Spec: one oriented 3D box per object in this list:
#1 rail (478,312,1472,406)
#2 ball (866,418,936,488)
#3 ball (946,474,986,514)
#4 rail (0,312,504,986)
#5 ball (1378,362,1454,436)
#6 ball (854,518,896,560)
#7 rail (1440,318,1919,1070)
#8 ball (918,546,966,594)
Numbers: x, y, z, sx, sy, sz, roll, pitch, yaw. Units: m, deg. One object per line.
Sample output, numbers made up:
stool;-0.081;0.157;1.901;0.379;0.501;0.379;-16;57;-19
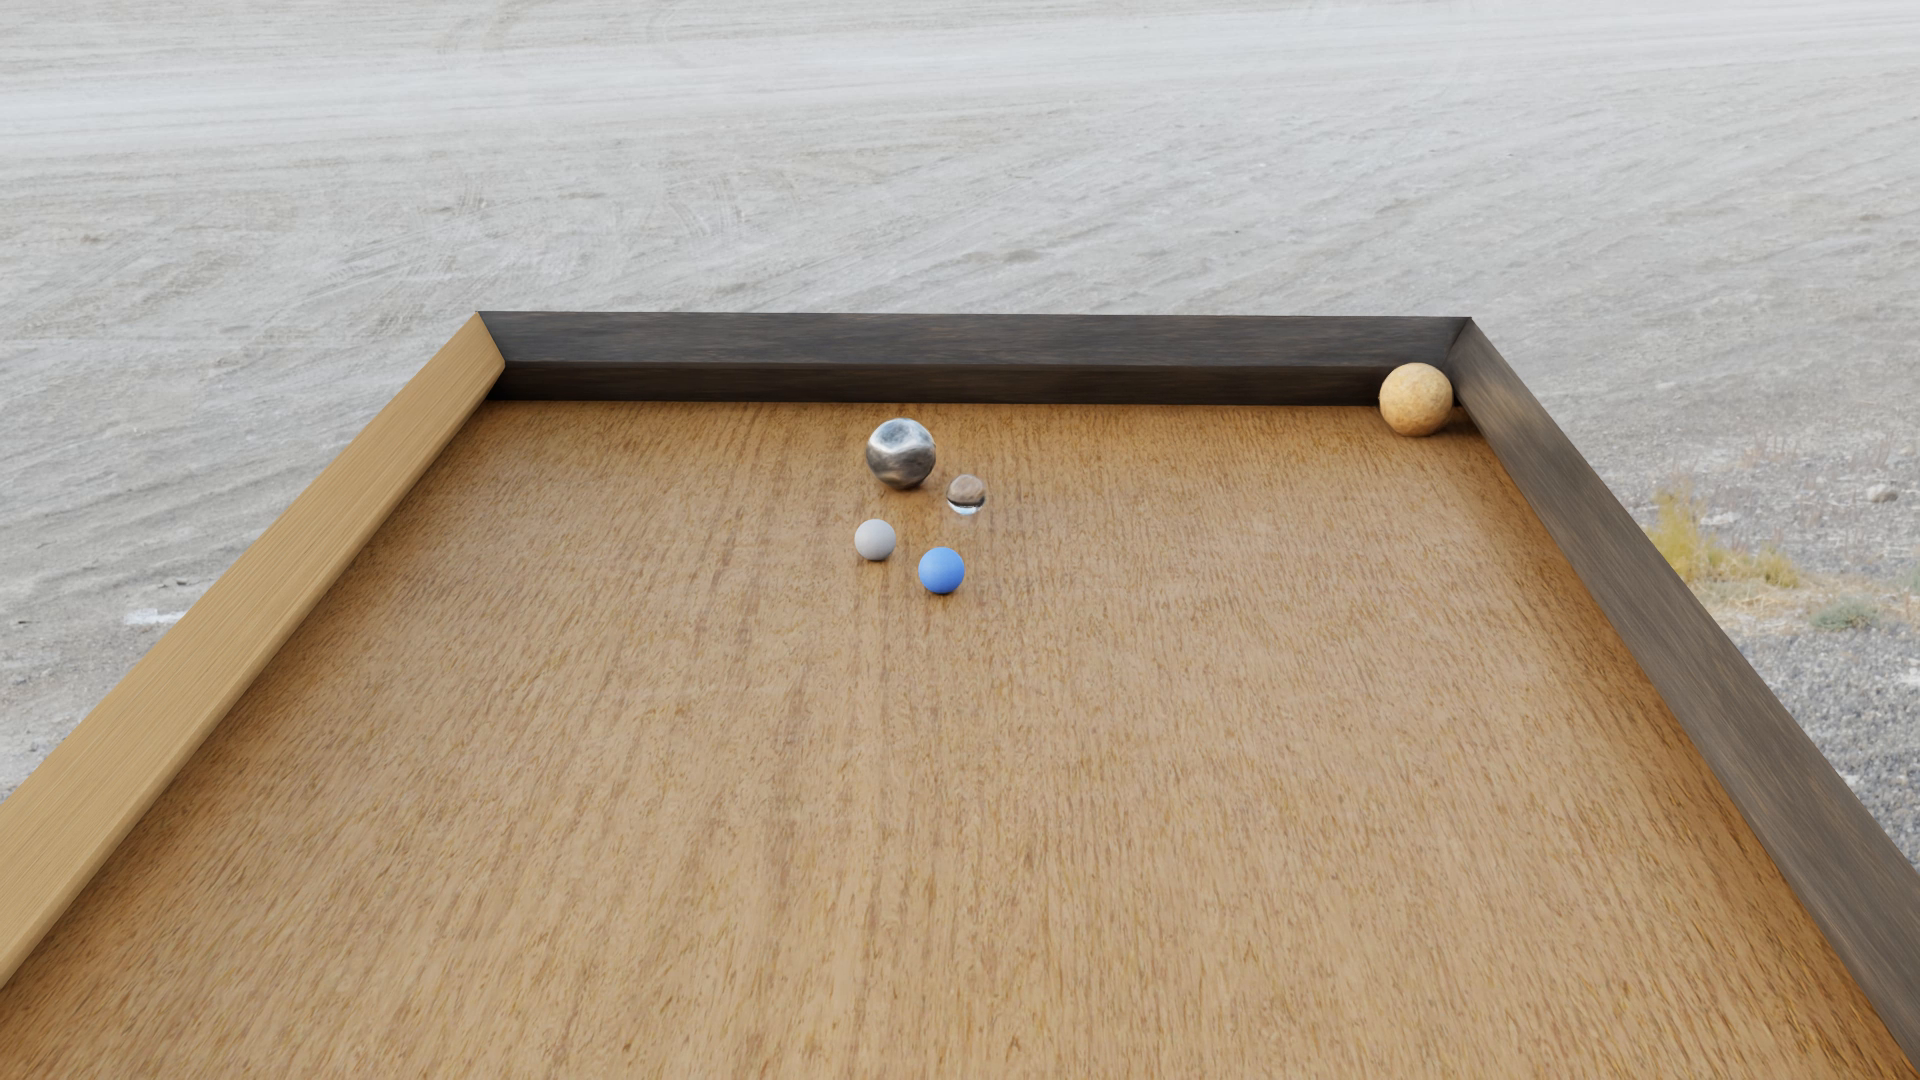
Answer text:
rail;0.015;-0.241;2.994;1.357;0.125;0.045;0;20;1
ball;-0.071;-0.106;2.678;0.086;0.086;0.086;0;20;0
ball;0.007;-0.053;2.589;0.047;0.047;0.047;0;20;0
rail;-0.670;0.178;1.824;0.045;0.125;2.566;0;20;1
ball;0.597;-0.184;2.881;0.096;0.096;0.096;0;20;0
ball;-0.094;0.000;2.441;0.046;0.046;0.046;0;20;0
rail;0.639;0.189;1.794;0.045;0.125;2.566;0;20;1
ball;-0.020;0.032;2.345;0.050;0.050;0.050;0;20;0
